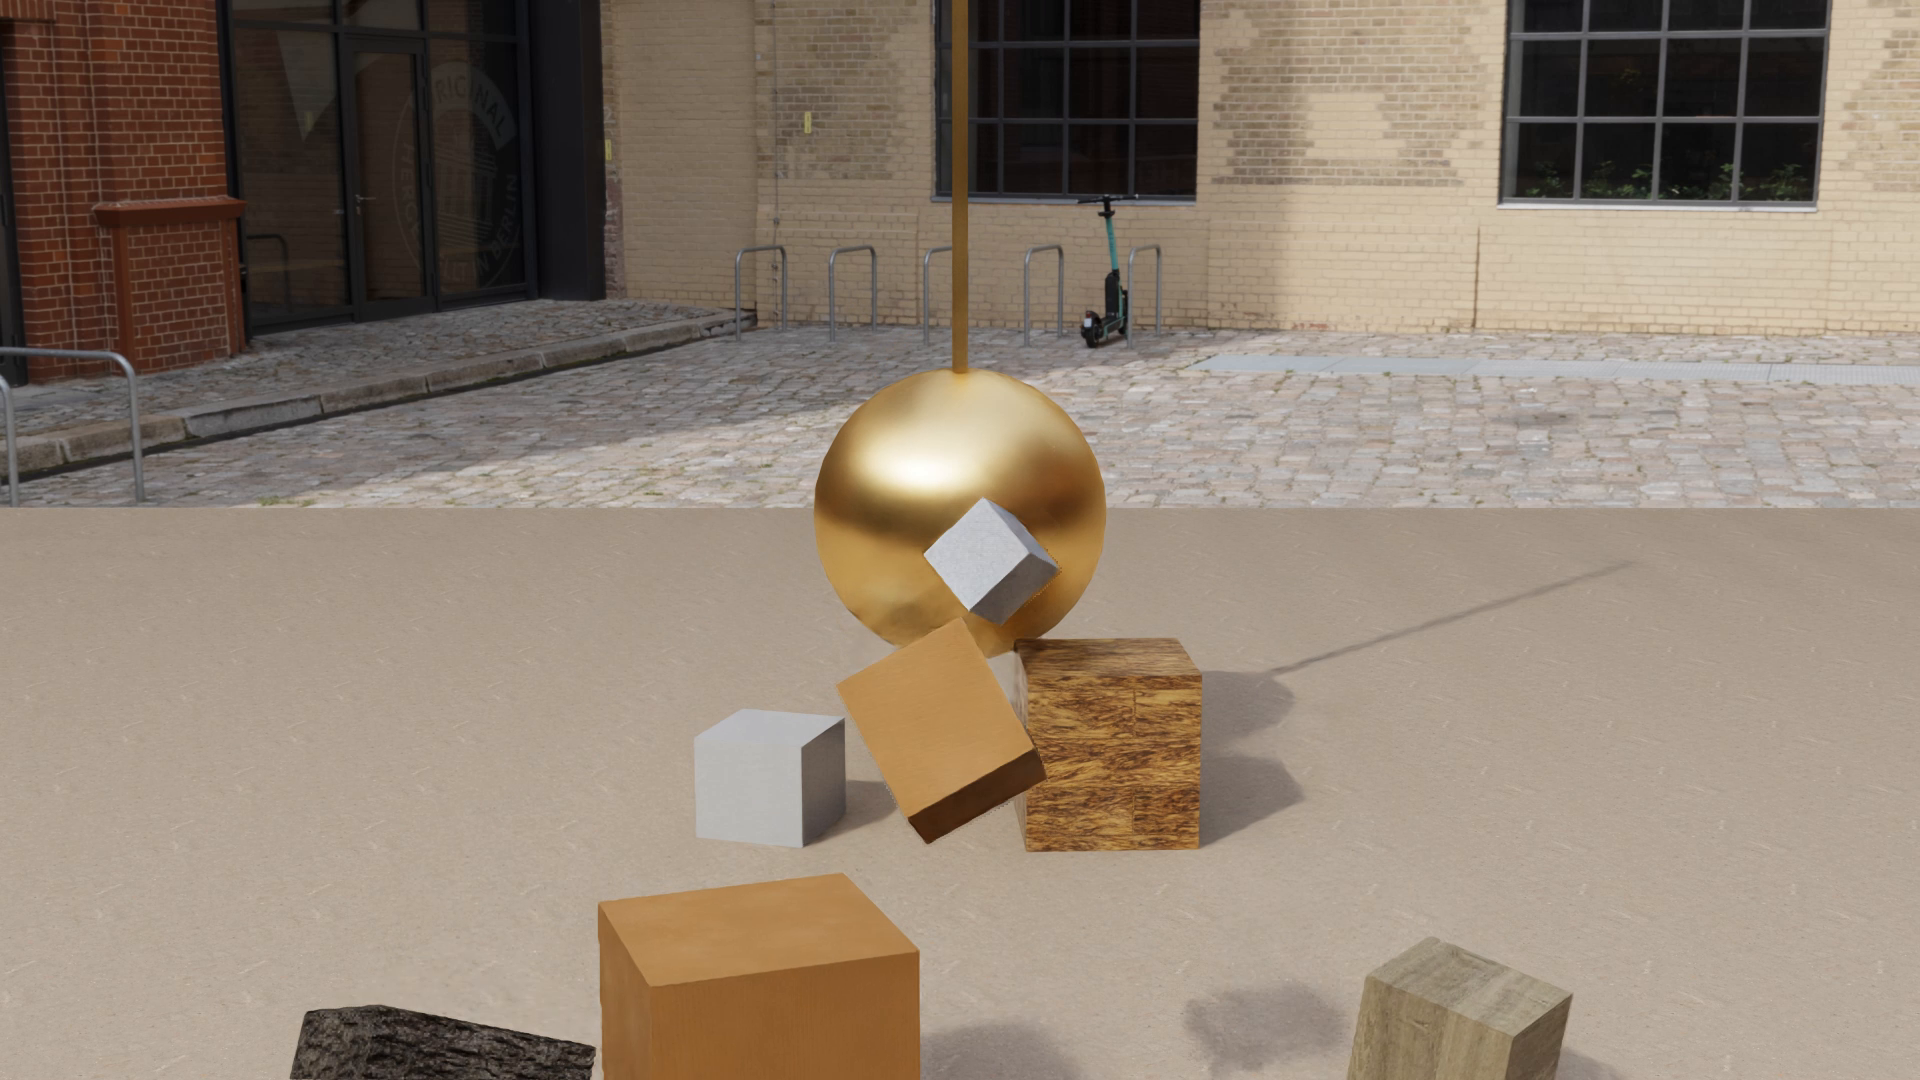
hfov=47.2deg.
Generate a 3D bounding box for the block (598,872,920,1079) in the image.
[{"bbox_3d":[-0.685,1.740,7.394,0.883,0.931,0.824,-4,11,-20],"label":"block"}]

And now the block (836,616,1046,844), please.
[{"bbox_3d":[-0.051,0.611,6.973,0.444,0.479,0.474,-29,-19,-2],"label":"block"}]

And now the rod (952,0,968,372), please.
[{"bbox_3d":[0.000,-3.373,10.924,0.080,5.200,0.080,0,18,0],"label":"rod"}]

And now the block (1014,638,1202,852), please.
[{"bbox_3d":[0.742,1.040,11.337,0.866,0.898,0.836,-1,10,-3],"label":"block"}]

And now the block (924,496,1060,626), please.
[{"bbox_3d":[0.155,0.108,10.707,0.386,0.409,0.386,51,10,26],"label":"block"}]

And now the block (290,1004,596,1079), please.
[{"bbox_3d":[-1.590,1.791,6.493,0.658,0.694,0.774,18,-21,-27],"label":"block"}]

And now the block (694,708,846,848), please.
[{"bbox_3d":[-0.975,1.223,11.377,0.582,0.524,0.613,3,11,18],"label":"block"}]

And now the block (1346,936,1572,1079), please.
[{"bbox_3d":[1.757,1.821,7.794,0.560,0.550,0.491,18,19,35],"label":"block"}]

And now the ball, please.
[{"bbox_3d":[0.000,-0.141,11.978,1.600,1.600,1.600,0,10,0],"label":"ball"}]
